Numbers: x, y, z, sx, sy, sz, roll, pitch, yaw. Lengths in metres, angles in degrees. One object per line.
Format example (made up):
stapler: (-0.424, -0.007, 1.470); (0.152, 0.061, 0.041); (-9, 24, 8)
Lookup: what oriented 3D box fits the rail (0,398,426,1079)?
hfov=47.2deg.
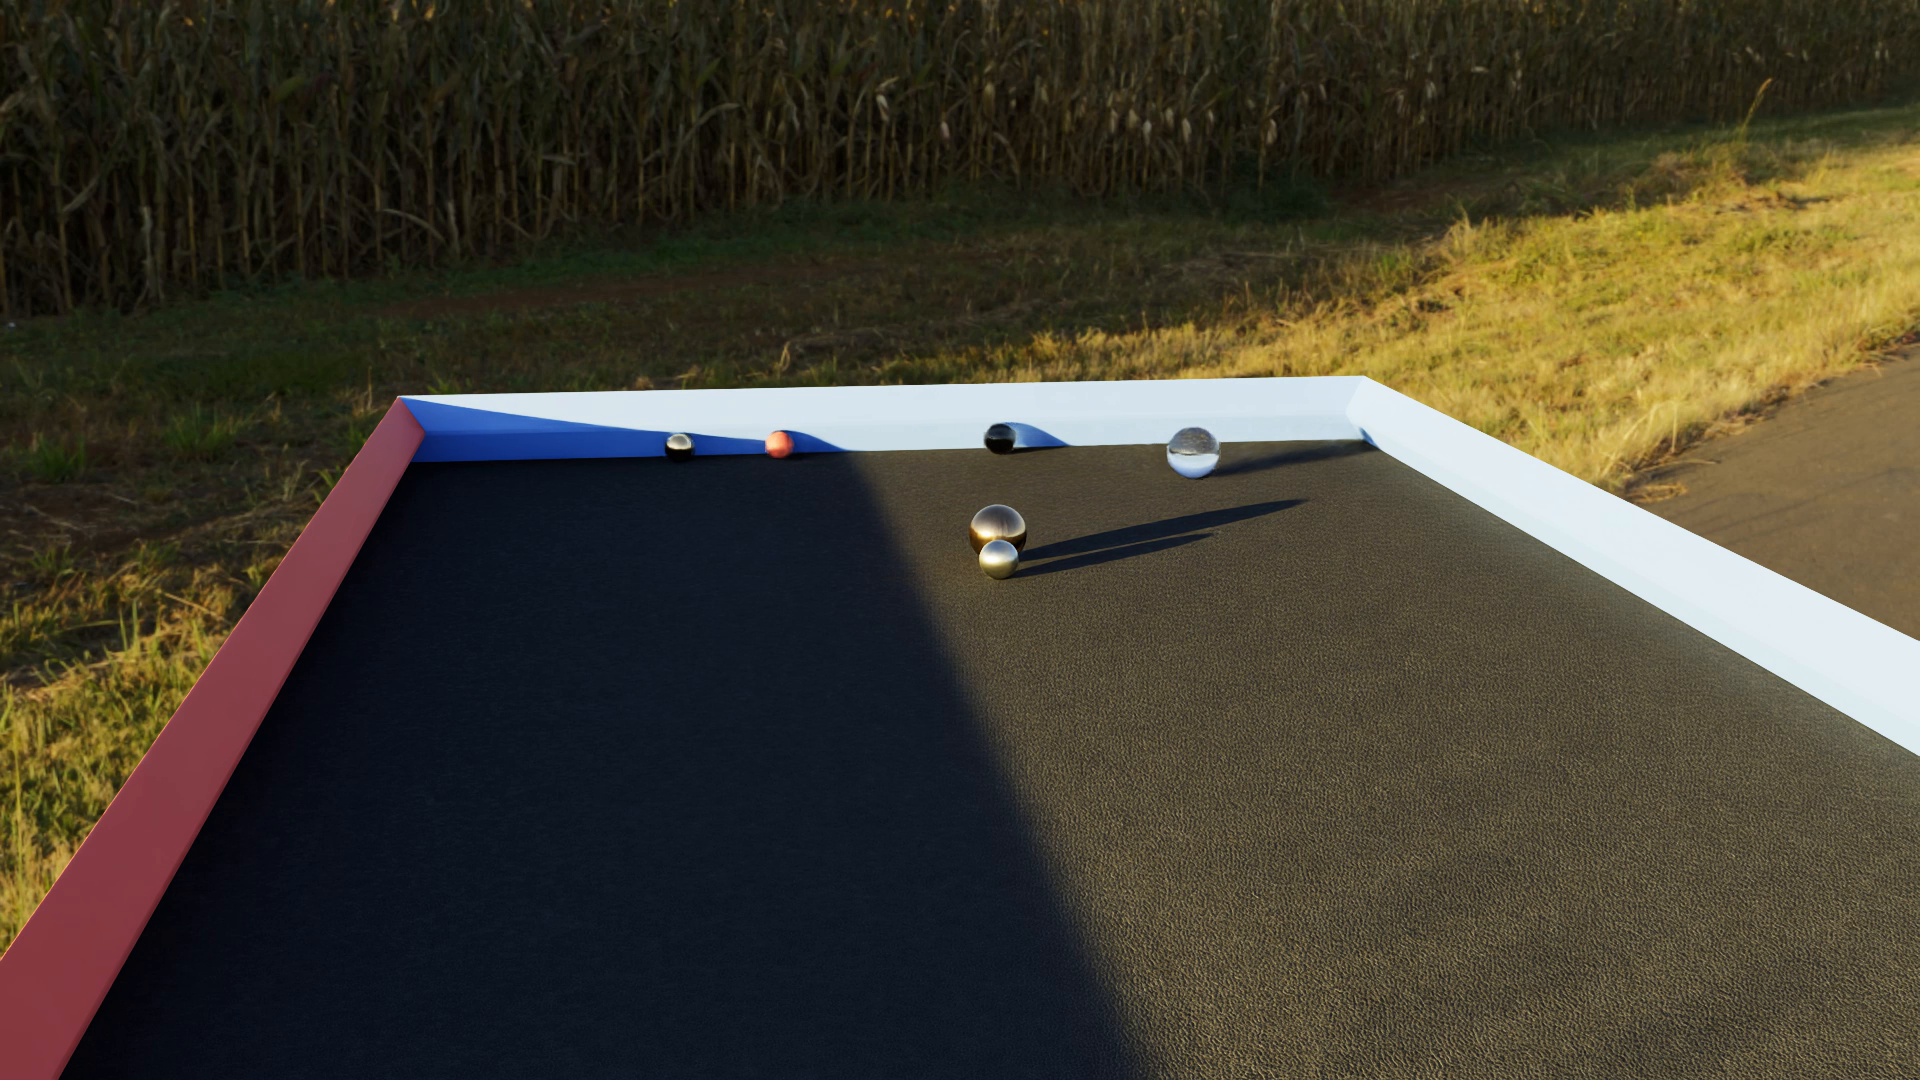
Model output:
rail: (-0.679, 0.176, 2.048); (0.045, 0.109, 3.245); (-2, 13, -8)

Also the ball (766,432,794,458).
ball: (-0.298, -0.157, 3.650); (0.045, 0.045, 0.045); (0, 13, 0)

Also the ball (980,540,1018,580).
ball: (0.050, 0.025, 2.842); (0.051, 0.051, 0.051); (0, 13, 0)

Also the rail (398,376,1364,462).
rail: (-0.106, -0.202, 3.697); (1.638, 0.109, 0.045); (-2, 13, -8)

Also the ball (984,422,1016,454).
ball: (0.067, -0.171, 3.691); (0.053, 0.053, 0.053); (0, 13, 0)

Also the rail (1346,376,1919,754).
rail: (0.897, 0.128, 2.257); (0.045, 0.109, 3.245); (-2, 13, -8)

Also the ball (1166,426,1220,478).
ball: (0.369, -0.139, 3.484); (0.084, 0.084, 0.084); (0, 13, 0)

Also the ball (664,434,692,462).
ball: (-0.464, -0.152, 3.623); (0.047, 0.047, 0.047); (0, 13, 0)

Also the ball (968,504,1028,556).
ball: (0.050, -0.008, 2.927); (0.078, 0.078, 0.078); (0, 13, 0)
